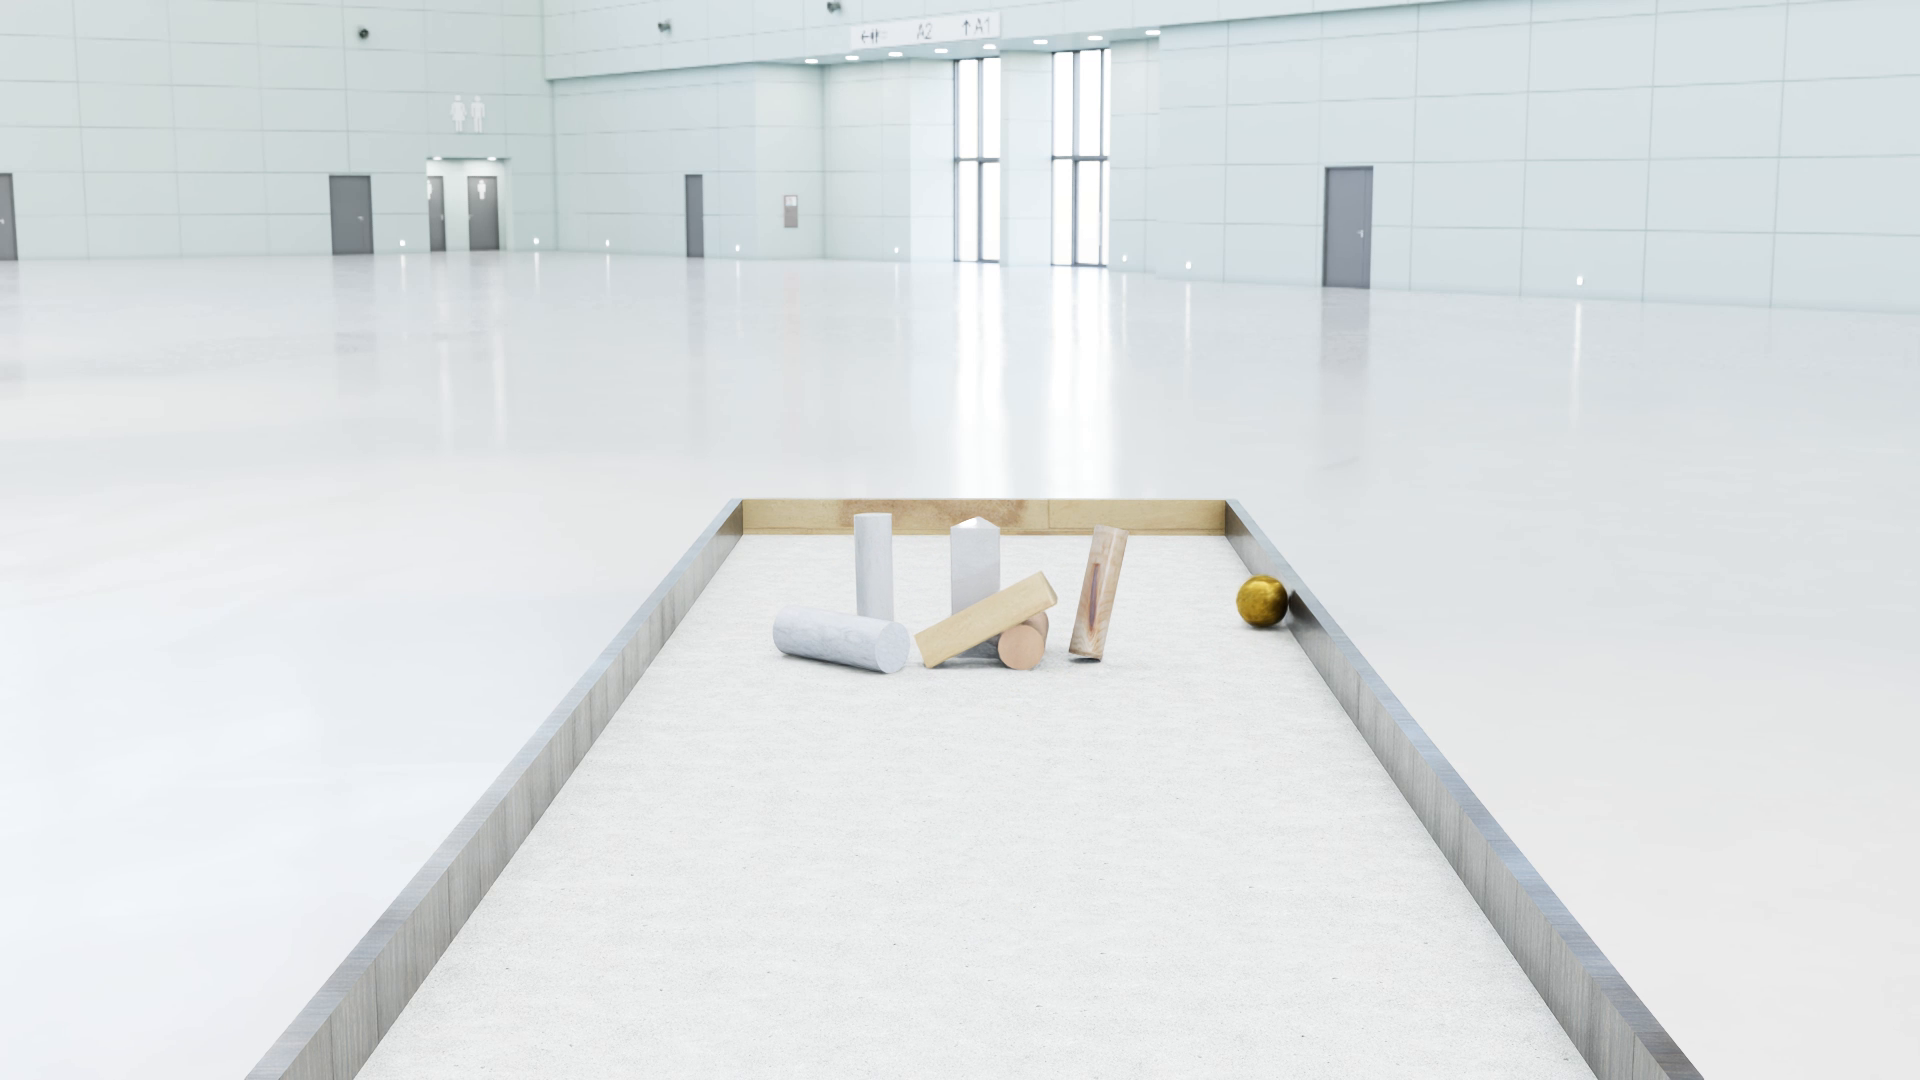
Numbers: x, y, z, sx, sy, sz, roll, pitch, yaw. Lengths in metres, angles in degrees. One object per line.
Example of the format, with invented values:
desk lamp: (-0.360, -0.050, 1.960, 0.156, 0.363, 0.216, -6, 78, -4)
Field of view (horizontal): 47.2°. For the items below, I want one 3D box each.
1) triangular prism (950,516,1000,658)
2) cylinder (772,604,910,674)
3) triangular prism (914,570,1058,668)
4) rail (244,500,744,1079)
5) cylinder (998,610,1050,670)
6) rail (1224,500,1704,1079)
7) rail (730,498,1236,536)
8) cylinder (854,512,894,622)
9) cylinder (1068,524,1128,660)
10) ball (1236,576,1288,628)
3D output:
triangular prism: (0.055, 0.145, 6.729, 0.148, 0.413, 0.128, 1, 16, 6)
cylinder: (-0.361, 0.297, 6.646, 0.428, 0.154, 0.154, 8, 12, 40)
triangular prism: (0.075, 0.233, 6.588, 0.434, 0.102, 0.117, -27, 6, 8)
rail: (-1.004, 0.839, 3.234, 0.050, 0.150, 12.000, 0, 9, 1)
cylinder: (0.197, 0.292, 6.725, 0.138, 0.138, 0.359, 1, 9, 4)
rail: (1.046, 0.843, 3.208, 0.050, 0.150, 12.000, 0, 9, 1)
rail: (0.099, -0.098, 9.147, 2.100, 0.150, 0.050, 0, 9, 1)
cylinder: (-0.261, 0.140, 6.717, 0.116, 0.436, 0.116, -1, 6, 0)
cylinder: (0.422, 0.158, 6.695, 0.105, 0.398, 0.105, 12, -3, 1)
ball: (0.987, 0.203, 7.184, 0.171, 0.171, 0.171, 0, 9, 0)
